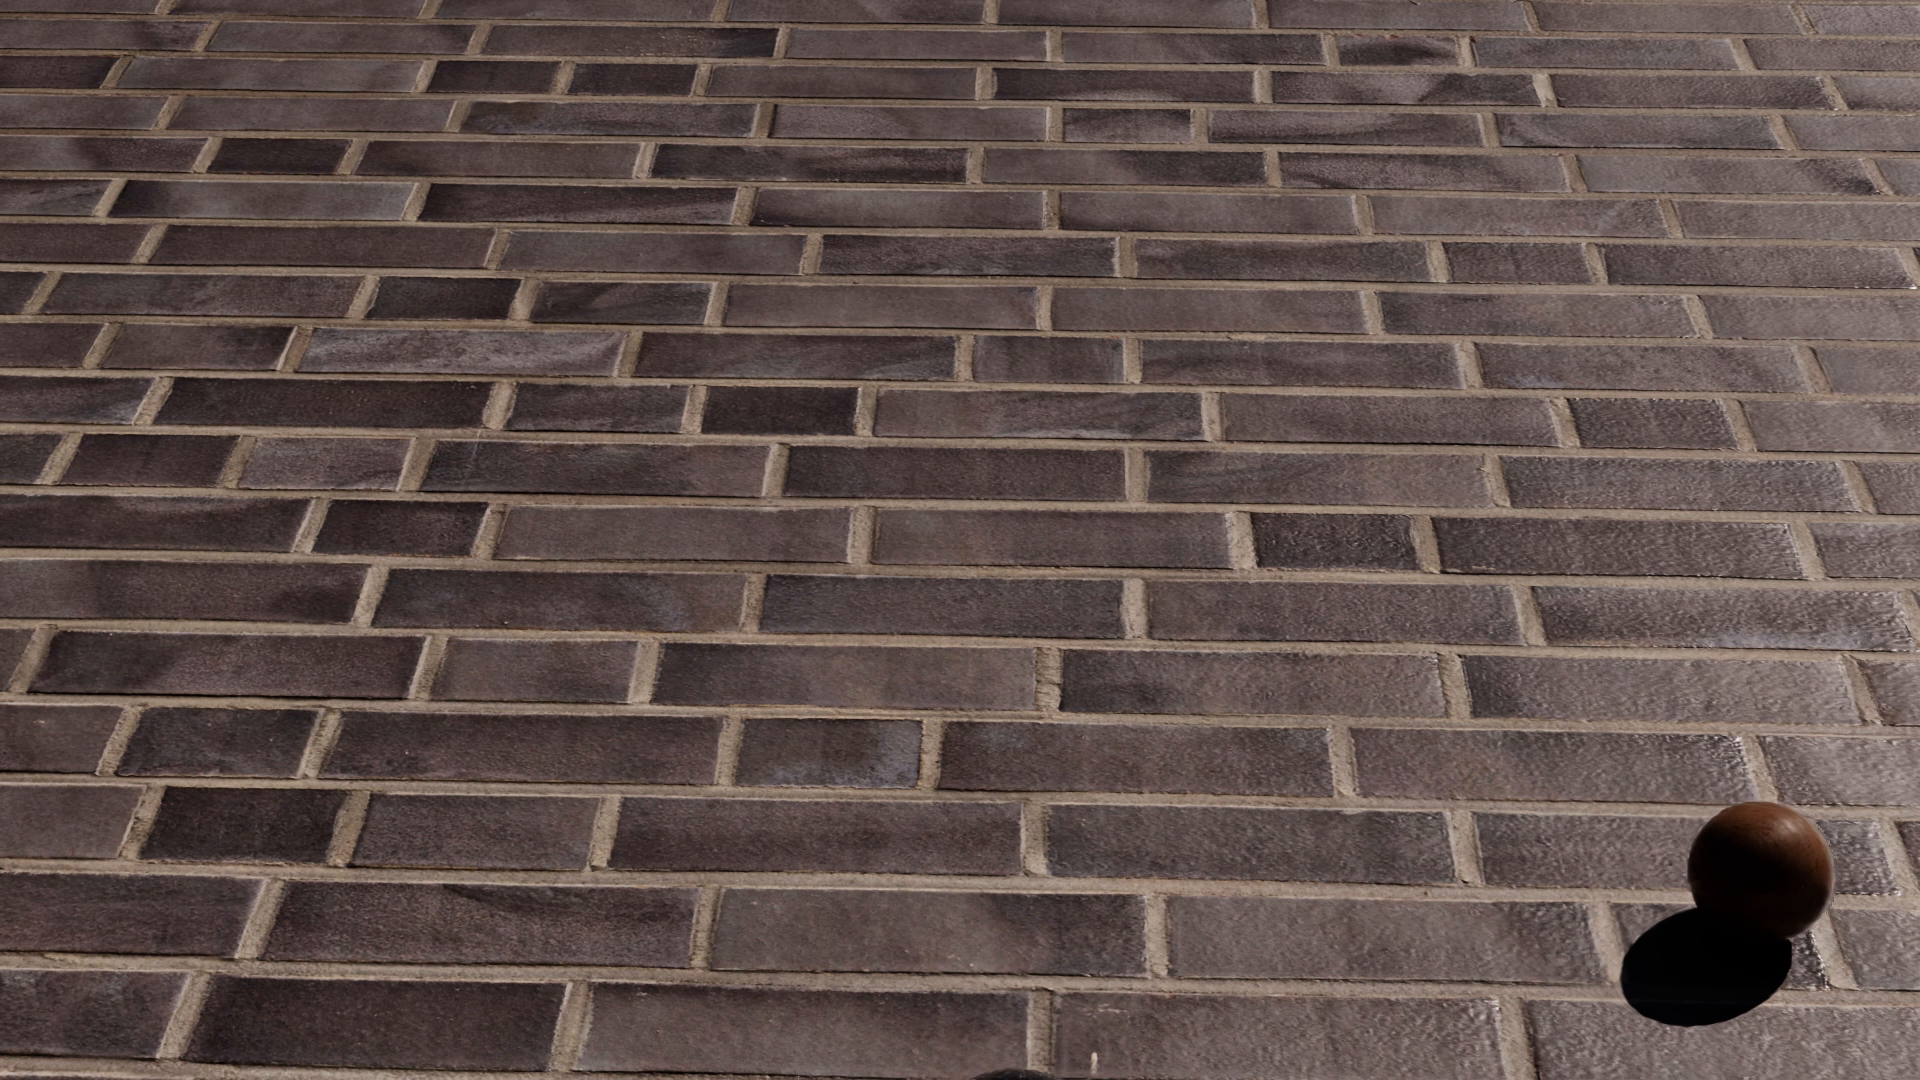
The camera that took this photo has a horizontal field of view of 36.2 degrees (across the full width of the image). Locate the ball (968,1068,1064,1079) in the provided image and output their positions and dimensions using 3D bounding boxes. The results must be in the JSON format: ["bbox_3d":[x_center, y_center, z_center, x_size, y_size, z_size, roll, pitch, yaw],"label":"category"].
[{"bbox_3d":[0.022,0.248,1.139,0.085,0.085,0.085,0,33,0],"label":"ball"}]

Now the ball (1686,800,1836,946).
[{"bbox_3d":[0.357,0.149,1.313,0.064,0.064,0.064,0,33,0],"label":"ball"}]
